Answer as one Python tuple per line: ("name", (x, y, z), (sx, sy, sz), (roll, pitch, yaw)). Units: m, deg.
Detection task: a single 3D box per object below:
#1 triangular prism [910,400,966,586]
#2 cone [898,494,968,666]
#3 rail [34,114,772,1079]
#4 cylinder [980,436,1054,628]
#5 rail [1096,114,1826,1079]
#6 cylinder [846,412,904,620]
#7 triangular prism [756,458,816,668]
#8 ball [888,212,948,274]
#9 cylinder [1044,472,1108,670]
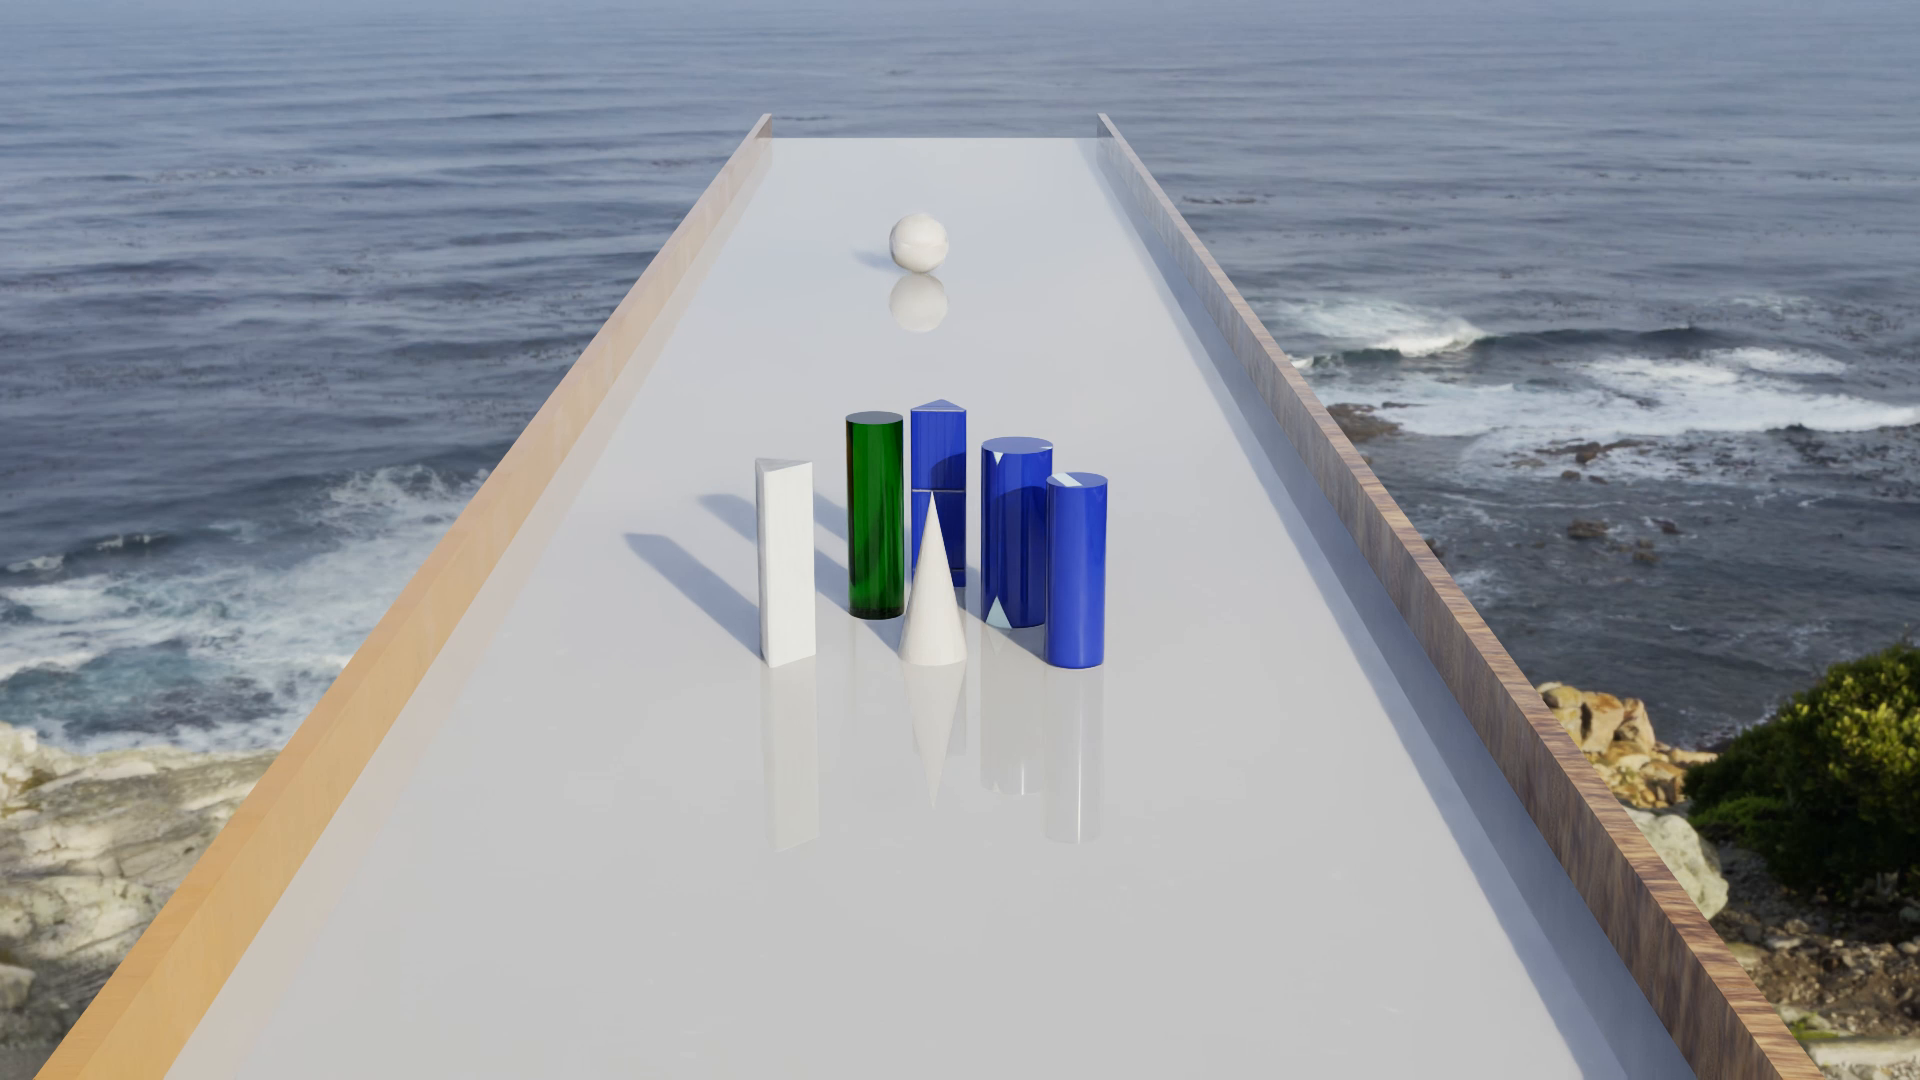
("triangular prism", (-0.044, -0.104, 4.873), (0.120, 0.402, 0.104), (1, 17, 4))
("cone", (-0.055, 0.066, 4.405), (0.144, 0.343, 0.144), (0, 17, 0))
("rail", (-1.118, -0.838, 7.780), (0.050, 0.150, 12.000), (0, 17, -1))
("cylinder", (0.119, -0.017, 4.623), (0.150, 0.377, 0.150), (0, 17, 0))
("rail", (0.932, -0.844, 7.801), (0.050, 0.150, 12.000), (0, 17, -1))
("cylinder", (-0.179, -0.052, 4.653), (0.121, 0.426, 0.121), (0, 17, 0))
("triangular prism", (-0.370, 0.039, 4.391), (0.118, 0.401, 0.102), (-16, 23, -42))
("ball", (-0.166, -1.188, 8.800), (0.241, 0.241, 0.241), (0, 17, 0))
("cylinder", (0.230, 0.062, 4.363), (0.121, 0.374, 0.121), (0, 17, 0))
